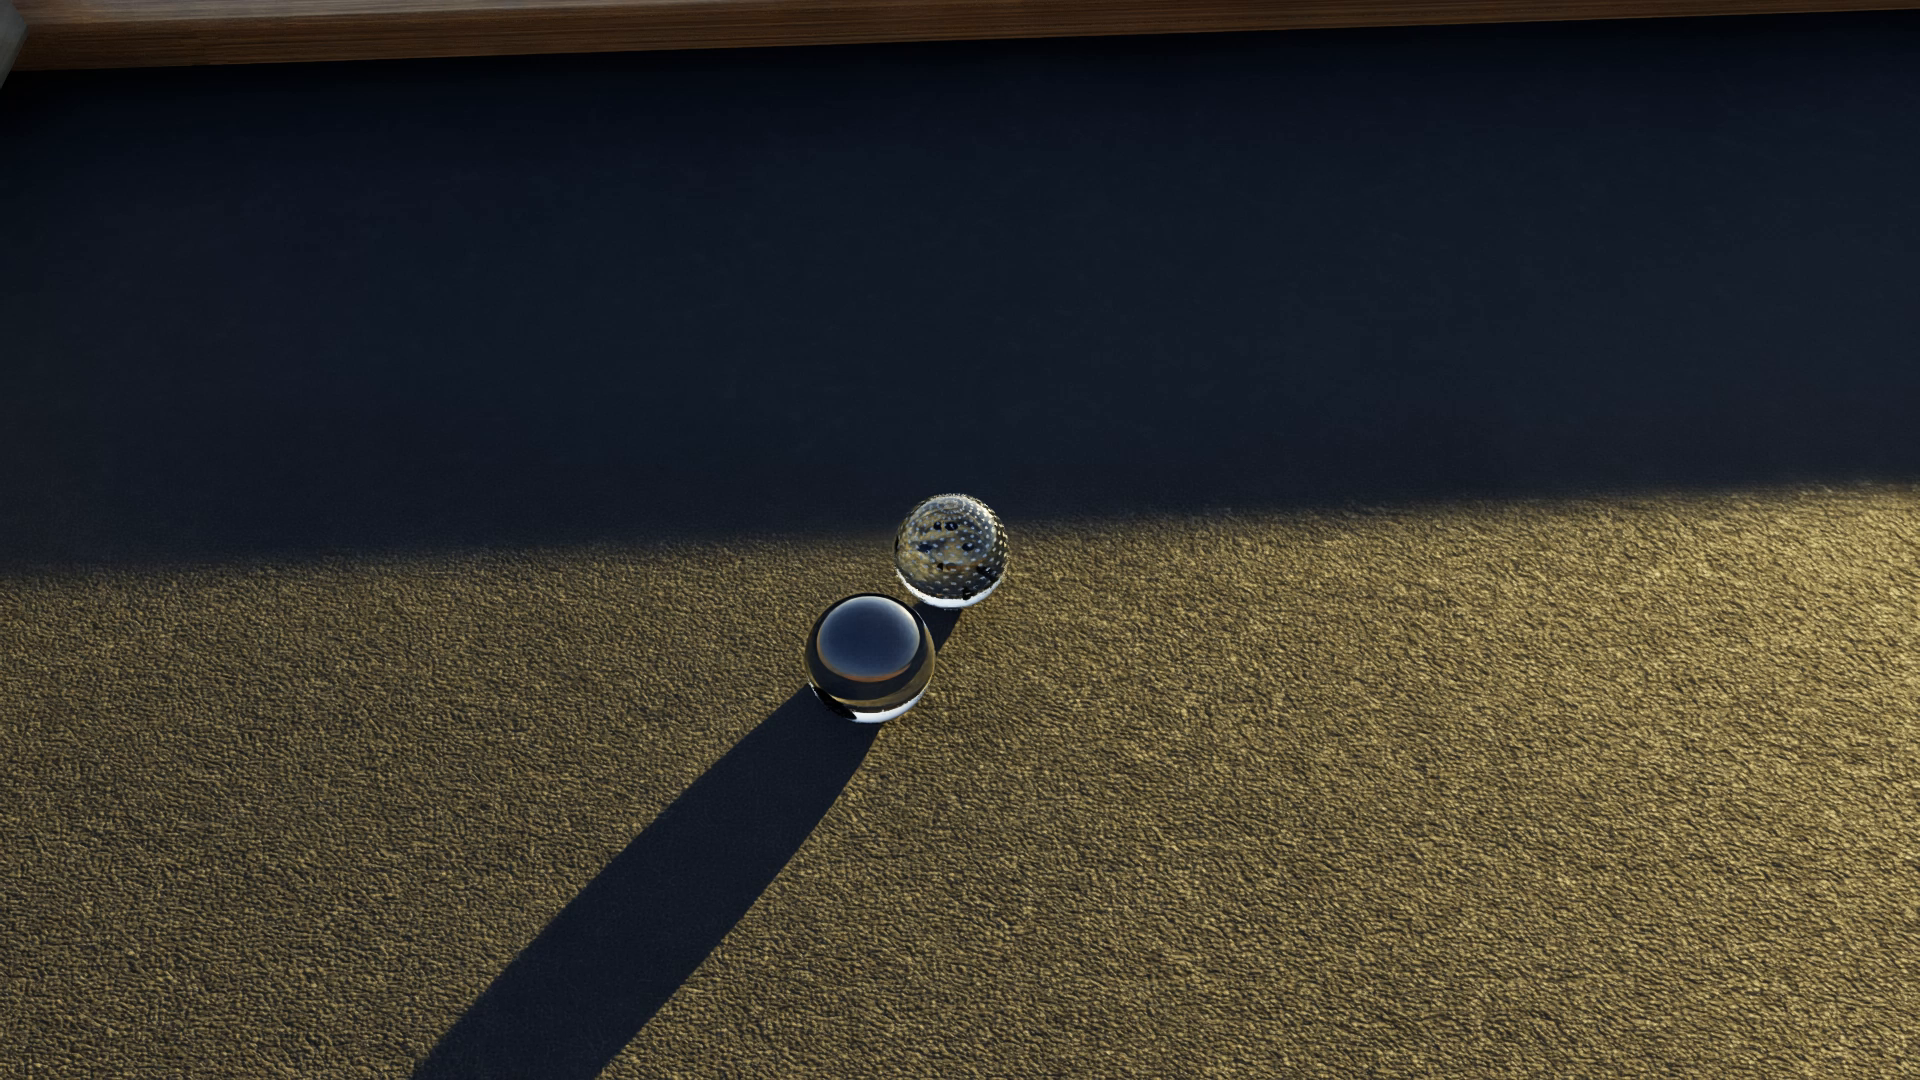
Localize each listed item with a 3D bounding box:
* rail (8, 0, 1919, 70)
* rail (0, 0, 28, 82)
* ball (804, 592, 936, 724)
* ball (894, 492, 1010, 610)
[{"bbox_3d":[0.734,-0.527,2.345,3.193,0.117,0.045,-3,36,-4],"label":"rail"},{"bbox_3d":[-0.772,0.018,1.593,0.045,0.117,1.670,-3,36,-4],"label":"rail"},{"bbox_3d":[-0.055,0.071,1.552,0.080,0.080,0.080,0,36,0],"label":"ball"},{"bbox_3d":[-0.006,0.007,1.645,0.075,0.075,0.075,0,36,0],"label":"ball"}]
